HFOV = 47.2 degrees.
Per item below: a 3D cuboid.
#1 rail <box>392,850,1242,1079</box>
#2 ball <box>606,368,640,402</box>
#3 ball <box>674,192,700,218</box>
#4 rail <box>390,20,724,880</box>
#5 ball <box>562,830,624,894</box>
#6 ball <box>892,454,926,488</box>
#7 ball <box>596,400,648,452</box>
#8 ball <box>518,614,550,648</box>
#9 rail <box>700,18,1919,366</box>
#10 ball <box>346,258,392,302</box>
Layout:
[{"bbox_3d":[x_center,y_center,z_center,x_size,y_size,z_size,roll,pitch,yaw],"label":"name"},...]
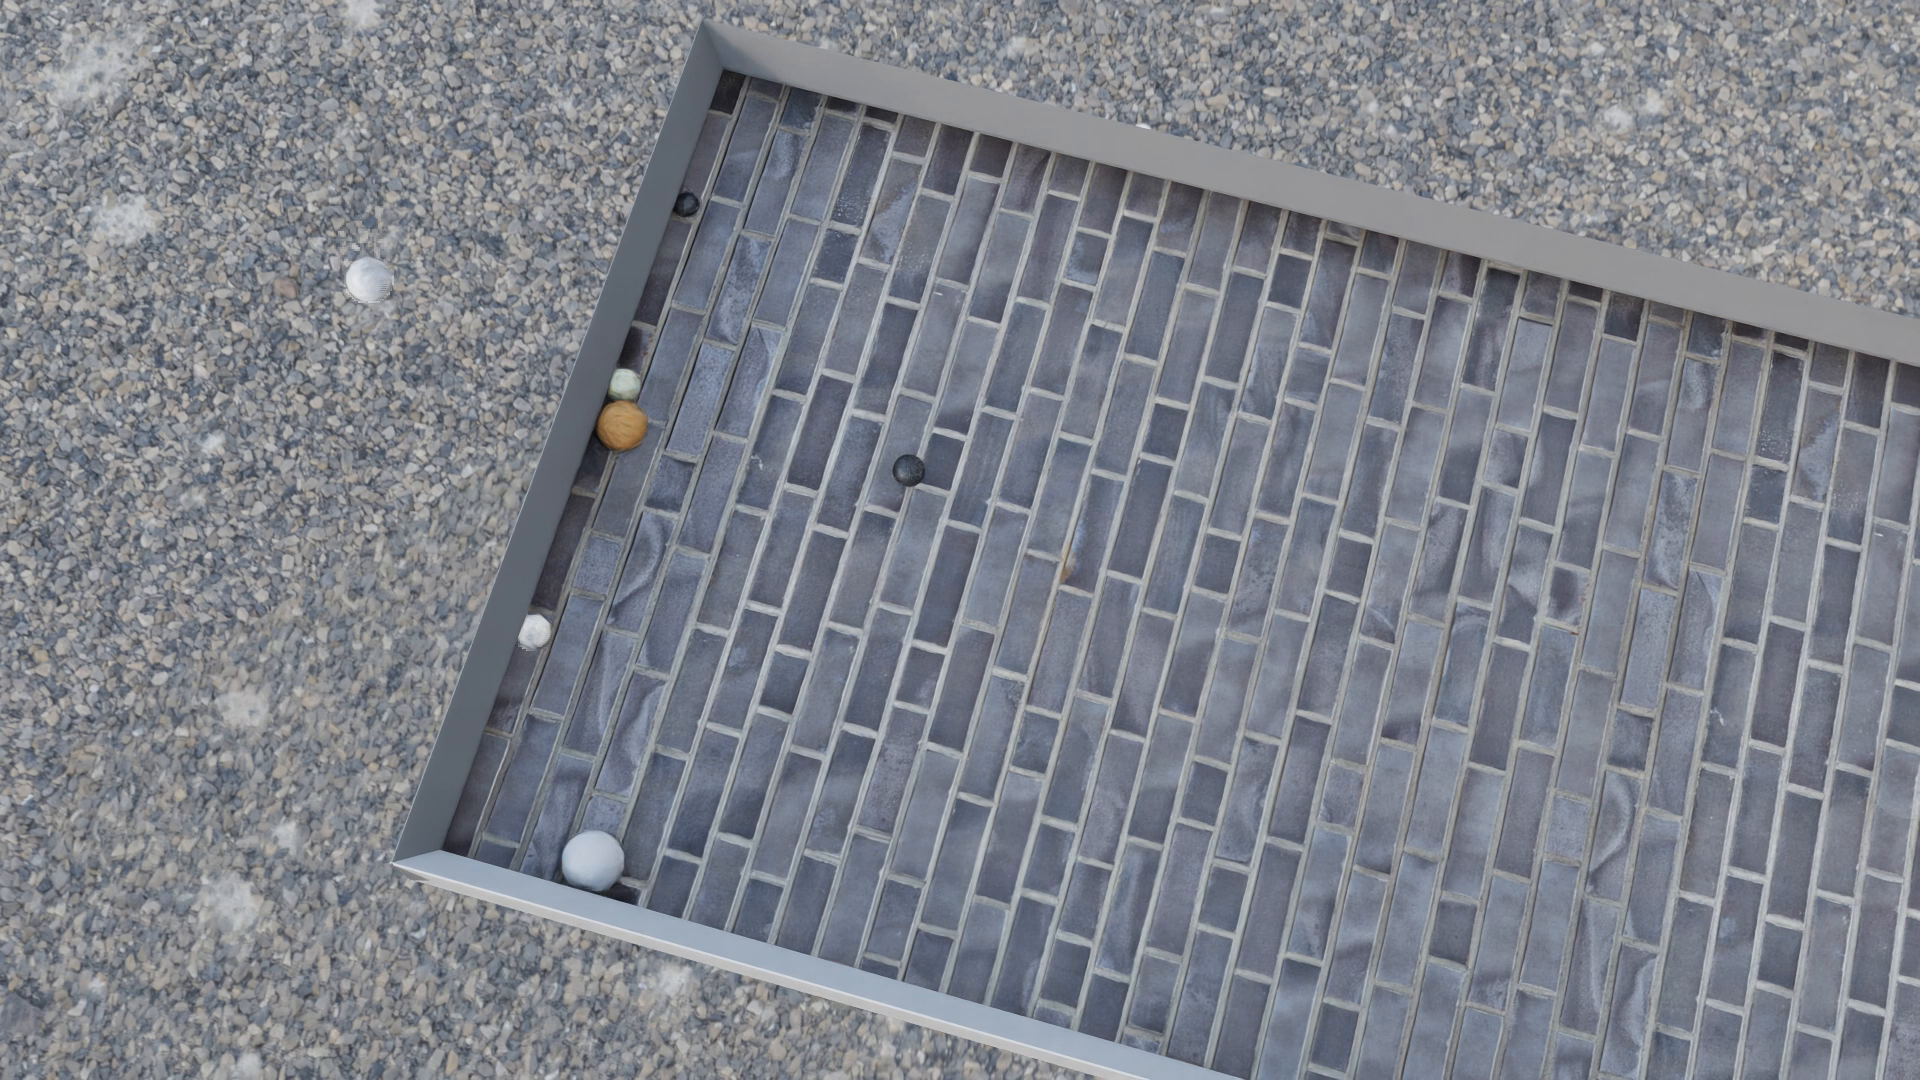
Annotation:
[{"bbox_3d":[0.432,0.796,3.115,2.589,0.126,0.045,15,72,5],"label":"rail"},{"bbox_3d":[-0.539,-0.247,3.512,0.056,0.056,0.056,0,71,0],"label":"ball"},{"bbox_3d":[-0.450,-0.553,3.625,0.041,0.041,0.041,0,71,0],"label":"ball"},{"bbox_3d":[-0.600,-0.170,3.448,0.045,0.126,1.456,15,72,5],"label":"rail"},{"bbox_3d":[-0.542,0.475,3.245,0.092,0.092,0.092,0,71,0],"label":"ball"},{"bbox_3d":[-0.080,-0.109,3.467,0.052,0.052,0.052,0,71,0],"label":"ball"},{"bbox_3d":[-0.535,-0.180,3.476,0.080,0.080,0.080,0,71,0],"label":"ball"},{"bbox_3d":[-0.656,0.140,3.380,0.054,0.054,0.054,0,71,0],"label":"ball"},{"bbox_3d":[0.814,-0.486,3.556,2.589,0.126,0.045,15,72,5],"label":"rail"},{"bbox_3d":[-1.301,-0.573,4.839,0.097,0.097,0.097,0,71,0],"label":"ball"}]
